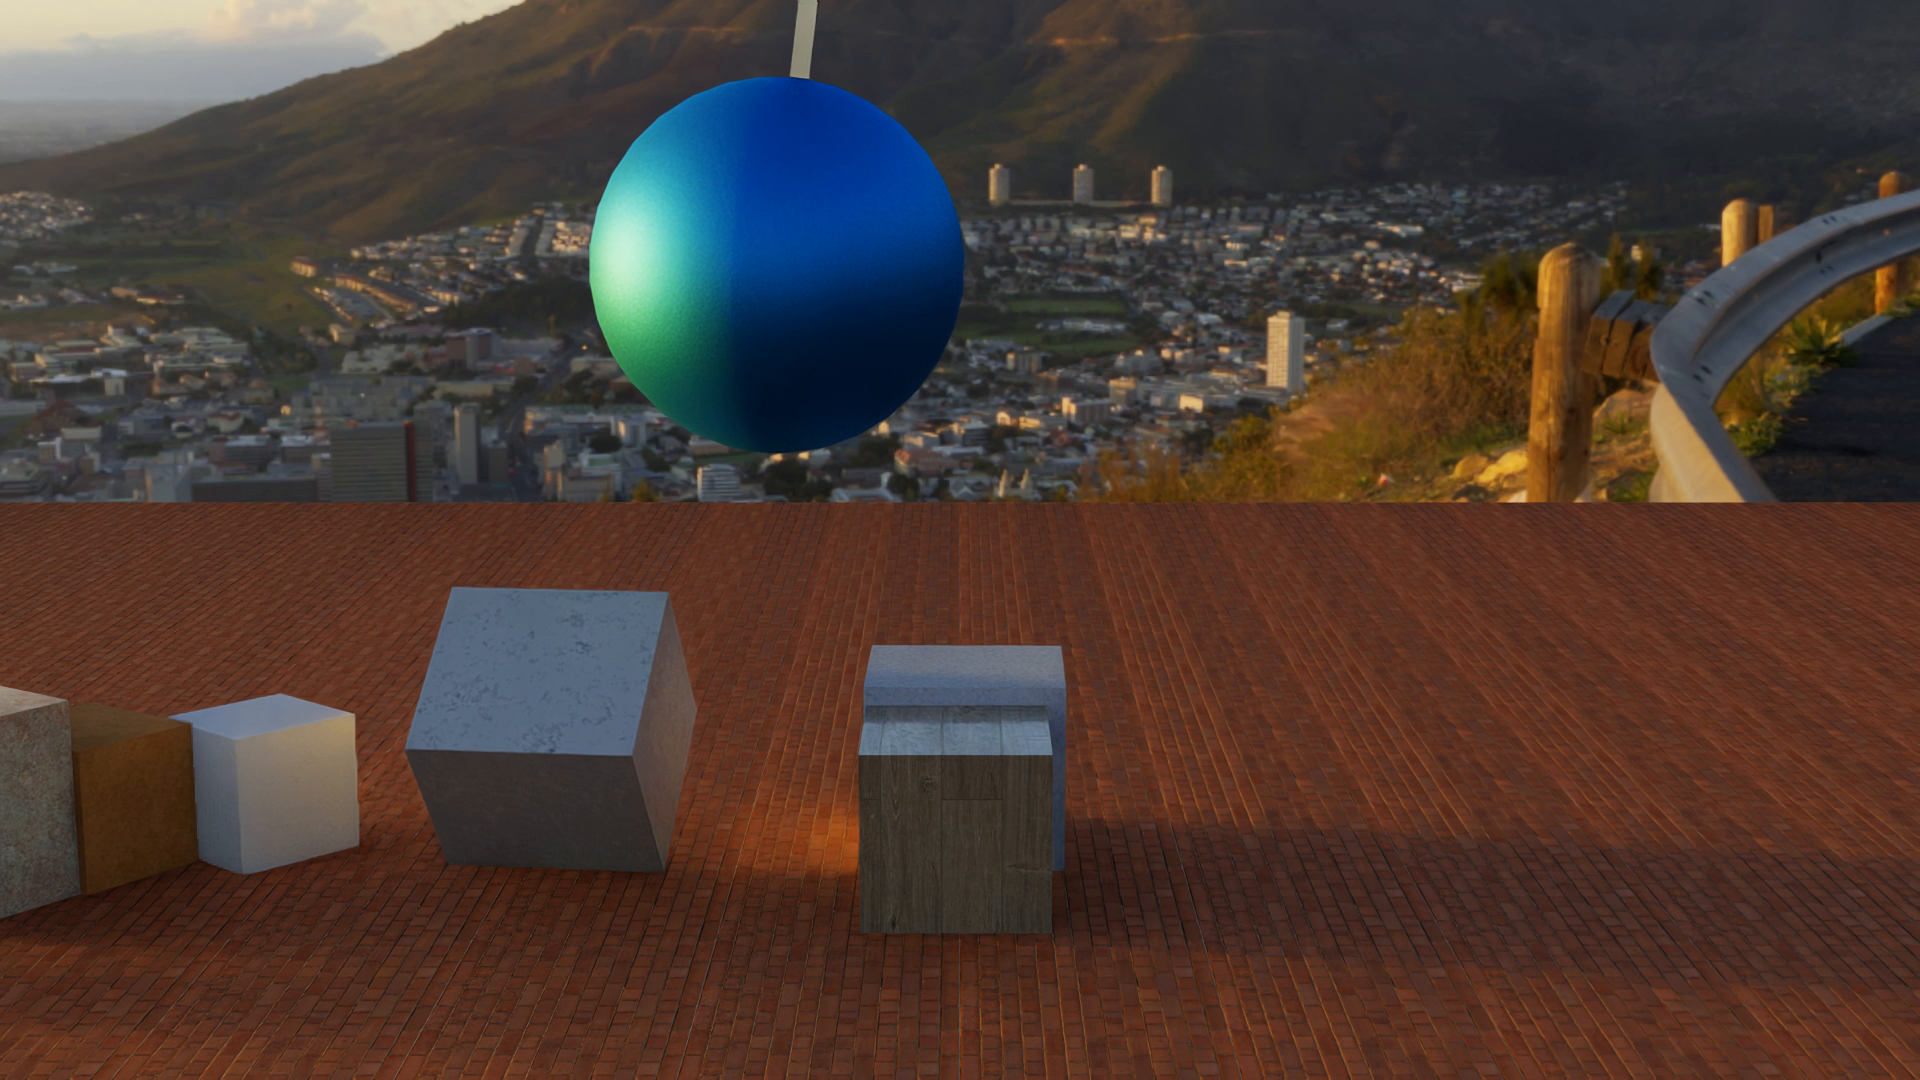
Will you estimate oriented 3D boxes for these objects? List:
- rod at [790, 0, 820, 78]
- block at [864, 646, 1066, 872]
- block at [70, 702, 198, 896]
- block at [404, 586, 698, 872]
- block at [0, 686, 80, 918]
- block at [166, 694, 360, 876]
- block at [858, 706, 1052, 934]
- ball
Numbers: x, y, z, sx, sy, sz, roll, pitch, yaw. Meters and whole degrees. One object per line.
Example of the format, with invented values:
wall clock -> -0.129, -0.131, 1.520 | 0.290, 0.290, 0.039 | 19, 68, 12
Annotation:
rod -> -0.338, -4.487, 10.364 | 0.080, 5.200, 0.080 | 7, 10, -1
block -> 0.026, 0.987, 11.789 | 0.893, 0.840, 0.845 | 0, 10, 1
block -> -3.898, 1.145, 11.483 | 0.701, 0.639, 0.598 | 7, 12, 33
block -> -1.796, 0.845, 11.460 | 0.989, 0.858, 0.911 | 1, 48, 7
block -> -4.349, 1.119, 10.997 | 0.829, 0.863, 0.689 | 7, 12, 34
block -> -3.194, 1.107, 11.739 | 0.593, 0.623, 0.622 | 9, 14, 41
block -> -0.017, 1.178, 10.960 | 0.793, 0.761, 0.836 | 0, 10, 0
ball -> -0.779, -1.170, 10.968 | 1.600, 1.600, 1.600 | 0, 10, 0
